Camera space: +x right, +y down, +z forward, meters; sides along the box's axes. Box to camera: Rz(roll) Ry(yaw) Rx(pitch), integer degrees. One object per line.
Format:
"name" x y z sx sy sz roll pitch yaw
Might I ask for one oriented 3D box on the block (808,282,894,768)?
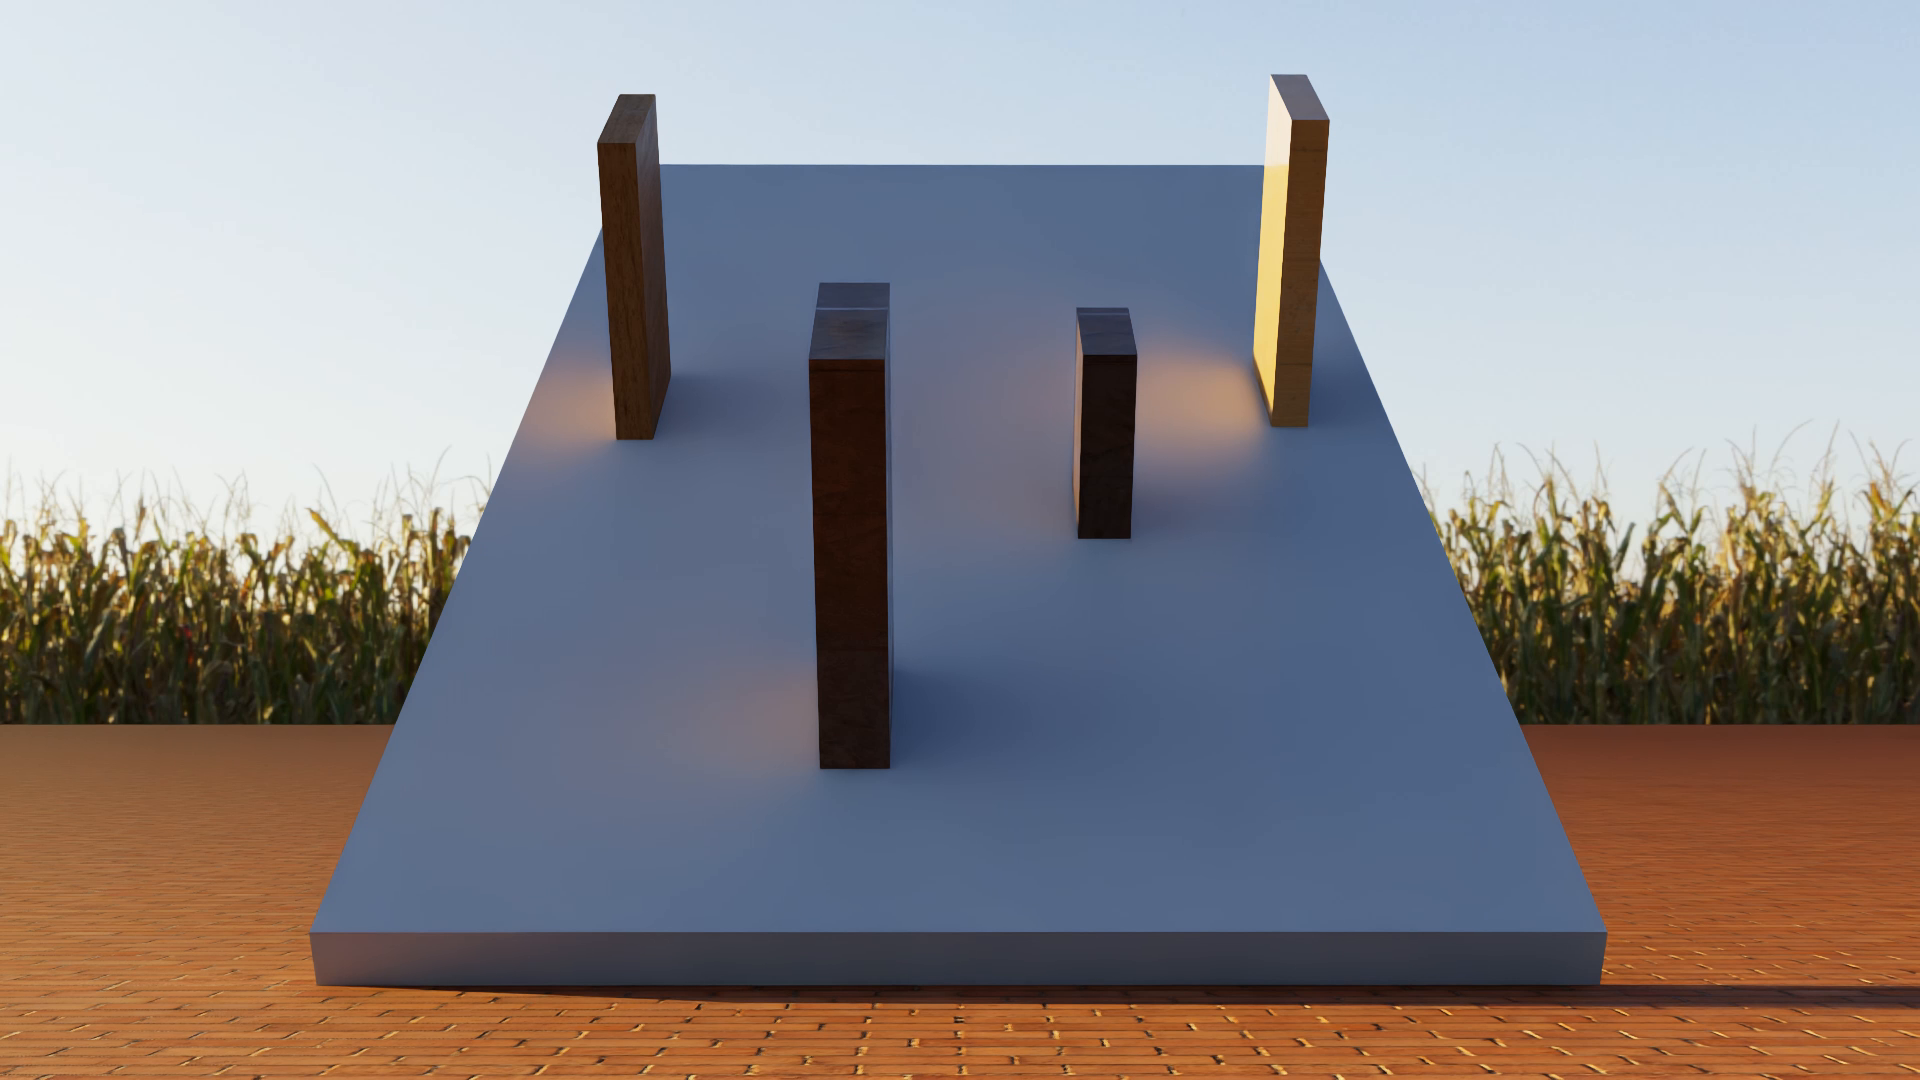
"block" -0.181 -0.024 4.052 0.120 0.756 0.357 0 26 0

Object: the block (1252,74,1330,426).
"block" 0.755 -0.665 5.411 0.083 0.721 0.376 0 26 0

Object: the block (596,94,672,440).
"block" -0.735 -0.622 5.349 0.082 0.690 0.388 0 26 0

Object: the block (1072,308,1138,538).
"block" 0.298 -0.245 4.905 0.109 0.408 0.268 0 26 0

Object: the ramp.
"ramp" -0.010 -0.229 5.448 2.000 0.100 4.000 0 26 0
